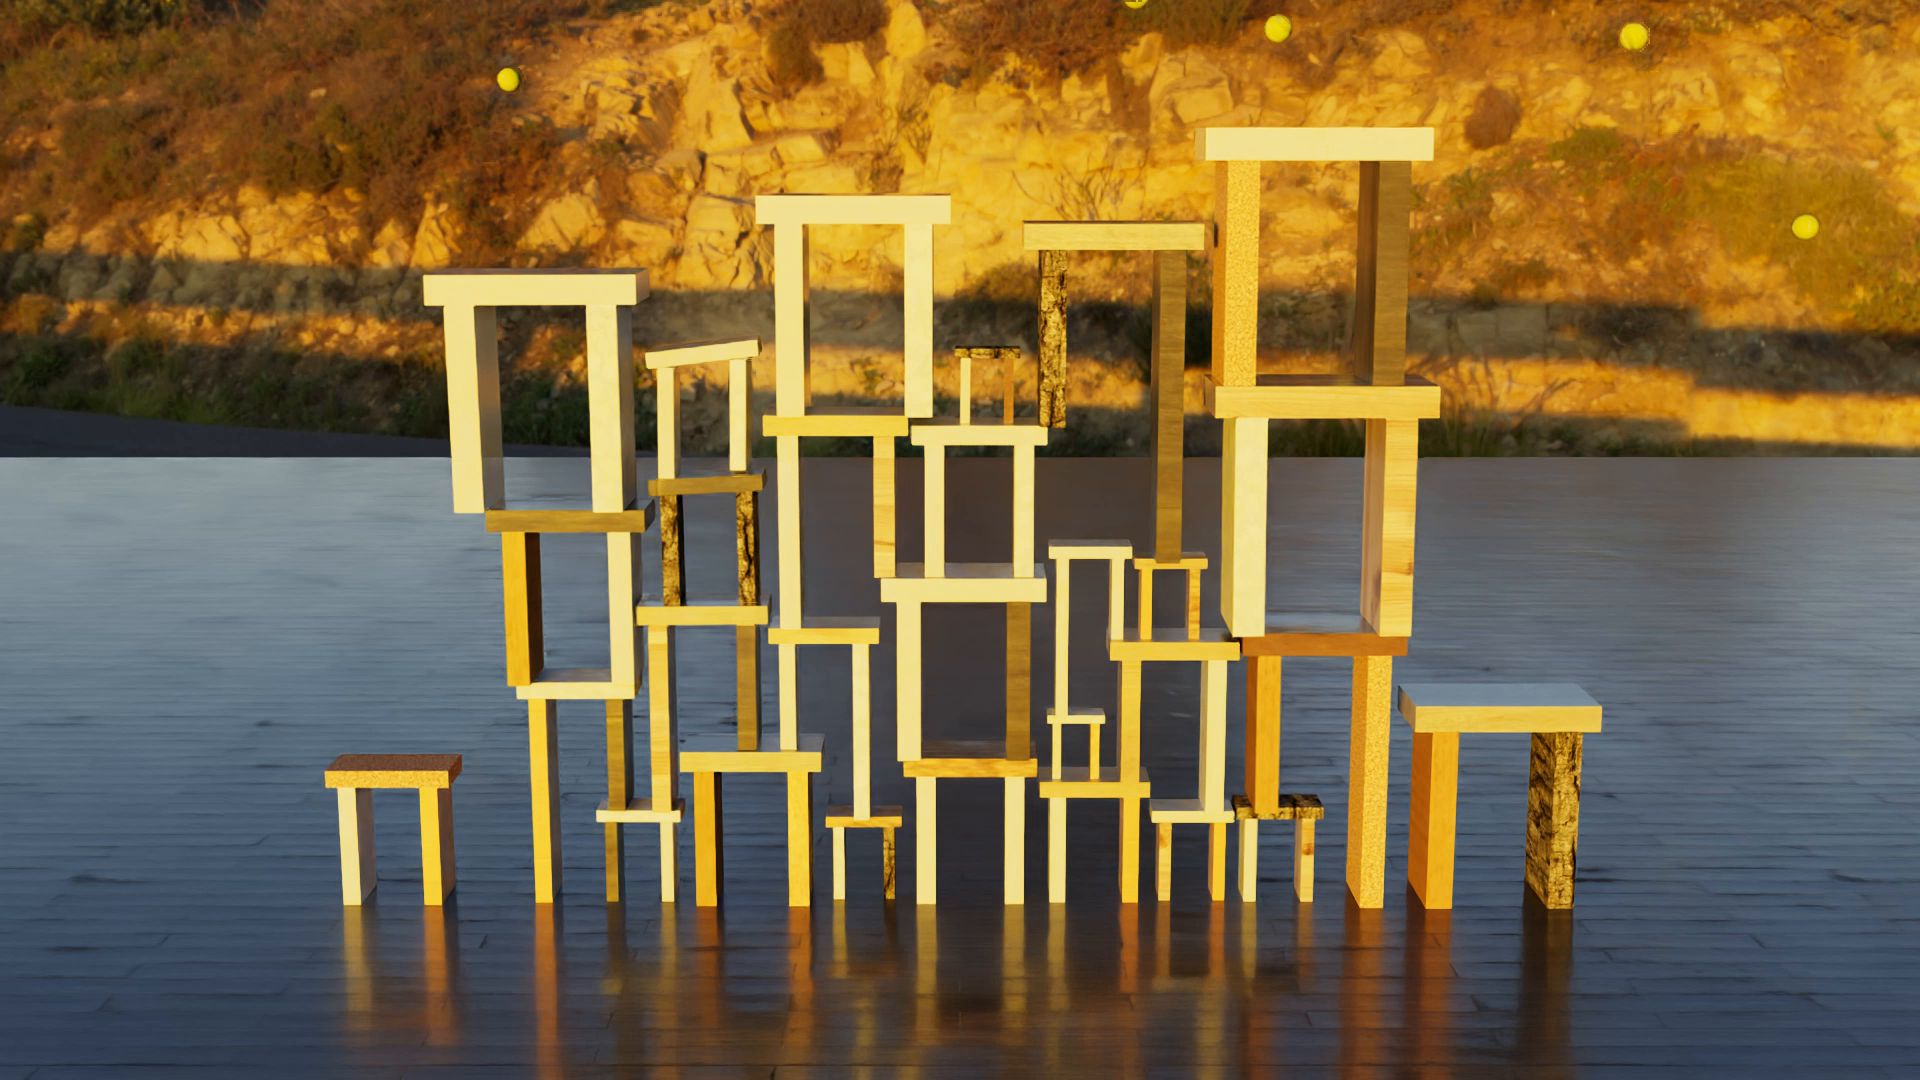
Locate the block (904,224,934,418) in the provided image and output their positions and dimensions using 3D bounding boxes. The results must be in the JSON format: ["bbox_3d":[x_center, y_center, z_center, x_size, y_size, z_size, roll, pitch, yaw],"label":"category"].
[{"bbox_3d":[-0.064,-0.354,3.493,0.043,0.301,0.150,0,11,0],"label":"block"}]

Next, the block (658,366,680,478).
[{"bbox_3d":[-0.465,-0.192,3.517,0.025,0.176,0.088,1,11,-1],"label":"block"}]

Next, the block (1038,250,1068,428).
[{"bbox_3d":[0.146,-0.326,3.496,0.039,0.277,0.139,0,11,0],"label":"block"}]

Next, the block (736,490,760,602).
[{"bbox_3d":[-0.342,0.003,3.558,0.026,0.181,0.090,0,11,0],"label":"block"}]

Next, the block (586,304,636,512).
[{"bbox_3d":[-0.556,-0.219,3.517,0.046,0.327,0.163,0,11,0],"label":"block"}]

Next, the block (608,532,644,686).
[{"bbox_3d":[-0.543,0.100,3.579,0.036,0.251,0.126,0,11,0],"label":"block"}]

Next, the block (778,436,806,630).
[{"bbox_3d":[-0.272,-0.021,3.559,0.032,0.314,0.114,0,11,0],"label":"block"}]

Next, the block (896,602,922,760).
[{"bbox_3d":[-0.082,0.216,3.603,0.037,0.264,0.132,0,11,0],"label":"block"}]

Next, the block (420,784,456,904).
[{"bbox_3d":[-0.866,0.493,3.647,0.028,0.200,0.100,0,11,0],"label":"block"}]

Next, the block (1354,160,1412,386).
[{"bbox_3d":[0.666,-0.425,3.475,0.049,0.346,0.173,0,11,0],"label":"block"}]

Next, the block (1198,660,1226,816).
[{"bbox_3d":[0.415,0.312,3.614,0.029,0.260,0.104,0,11,0],"label":"block"}]

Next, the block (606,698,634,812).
[{"bbox_3d":[-0.560,0.342,3.629,0.027,0.190,0.095,0,11,1],"label":"block"}]

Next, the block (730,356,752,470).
[{"bbox_3d":[-0.350,-0.205,3.518,0.025,0.176,0.088,1,10,1],"label":"block"}]

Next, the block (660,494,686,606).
[{"bbox_3d":[-0.464,0.009,3.559,0.026,0.181,0.090,-1,11,-1],"label":"block"}]

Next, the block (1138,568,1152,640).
[{"bbox_3d":[0.301,0.098,3.574,0.016,0.116,0.058,0,11,0],"label":"block"}]

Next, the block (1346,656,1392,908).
[{"bbox_3d":[0.674,0.382,3.627,0.037,0.424,0.131,0,11,0],"label":"block"}]

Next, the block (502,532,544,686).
[{"bbox_3d":[-0.710,0.100,3.578,0.036,0.251,0.126,0,11,0],"label":"block"}]

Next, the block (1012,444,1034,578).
[{"bbox_3d":[0.102,-0.055,3.549,0.030,0.214,0.107,0,11,0],"label":"block"}]

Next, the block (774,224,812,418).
[{"bbox_3d":[-0.265,-0.354,3.494,0.043,0.301,0.150,0,11,0],"label":"block"}]

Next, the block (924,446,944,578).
[{"bbox_3d":[-0.041,-0.055,3.548,0.030,0.214,0.107,0,11,0],"label":"block"}]

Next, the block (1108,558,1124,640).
[{"bbox_3d":[0.254,0.089,3.576,0.019,0.133,0.067,0,11,0],"label":"block"}]

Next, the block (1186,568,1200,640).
[{"bbox_3d":[0.378,0.098,3.574,0.016,0.116,0.058,0,11,0],"label":"block"}]

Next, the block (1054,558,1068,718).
[{"bbox_3d":[0.165,0.153,3.588,0.019,0.264,0.067,0,11,0],"label":"block"}]

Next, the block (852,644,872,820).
[{"bbox_3d":[-0.161,0.305,3.616,0.025,0.296,0.089,0,11,0],"label":"block"}]

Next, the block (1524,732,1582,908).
[{"bbox_3d":[0.982,0.443,3.644,0.042,0.299,0.149,0,11,0],"label":"block"}]

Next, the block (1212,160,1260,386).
[{"bbox_3d":[0.435,-0.426,3.476,0.049,0.347,0.173,0,11,0],"label":"block"}]

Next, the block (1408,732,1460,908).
[{"bbox_3d":[0.783,0.443,3.644,0.042,0.299,0.149,0,11,0],"label":"block"}]

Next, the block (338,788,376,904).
[{"bbox_3d":[-0.999,0.493,3.647,0.028,0.200,0.100,0,11,0],"label":"block"}]

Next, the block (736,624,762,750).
[{"bbox_3d":[-0.346,0.229,3.607,0.030,0.210,0.105,0,11,-1],"label":"block"}]

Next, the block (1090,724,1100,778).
[{"bbox_3d":[0.221,0.342,3.625,0.013,0.094,0.047,0,11,0],"label":"block"}]

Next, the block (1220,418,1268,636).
[{"bbox_3d":[0.457,-0.034,3.547,0.049,0.349,0.175,0,11,0],"label":"block"}]

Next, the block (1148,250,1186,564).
[{"bbox_3d":[0.331,-0.219,3.516,0.039,0.495,0.139,0,10,0],"label":"block"}]

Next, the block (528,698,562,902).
[{"bbox_3d":[-0.686,0.419,3.642,0.027,0.346,0.095,0,11,0],"label":"block"}]

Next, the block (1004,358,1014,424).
[{"bbox_3d":[0.078,-0.242,3.520,0.015,0.104,0.052,1,11,0],"label":"block"}]

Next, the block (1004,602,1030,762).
[{"bbox_3d":[0.094,0.216,3.602,0.037,0.264,0.132,0,11,0],"label":"block"}]

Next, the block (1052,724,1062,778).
[{"bbox_3d":[0.159,0.342,3.625,0.013,0.094,0.047,0,11,0],"label":"block"}]

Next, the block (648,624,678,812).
[{"bbox_3d":[-0.487,0.281,3.615,0.030,0.315,0.105,0,11,0],"label":"block"}]

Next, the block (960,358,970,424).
[{"bbox_3d":[0.009,-0.242,3.520,0.015,0.104,0.052,1,11,0],"label":"block"}]

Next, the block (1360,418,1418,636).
[{"bbox_3d":[0.691,-0.035,3.548,0.049,0.349,0.175,0,11,0],"label":"block"}]

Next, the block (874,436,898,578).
[{"bbox_3d":[-0.120,-0.063,3.552,0.032,0.229,0.114,0,11,1],"label":"block"}]

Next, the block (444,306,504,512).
[{"bbox_3d":[-0.775,-0.218,3.516,0.046,0.327,0.163,-1,11,0],"label":"block"}]

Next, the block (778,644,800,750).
[{"bbox_3d":[-0.279,0.246,3.605,0.025,0.177,0.089,0,11,0],"label":"block"}]

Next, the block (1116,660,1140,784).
[{"bbox_3d":[0.276,0.286,3.609,0.029,0.208,0.104,0,11,0],"label":"block"}]

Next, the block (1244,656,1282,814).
[{"bbox_3d":[0.497,0.303,3.612,0.037,0.263,0.131,0,11,0],"label":"block"}]
